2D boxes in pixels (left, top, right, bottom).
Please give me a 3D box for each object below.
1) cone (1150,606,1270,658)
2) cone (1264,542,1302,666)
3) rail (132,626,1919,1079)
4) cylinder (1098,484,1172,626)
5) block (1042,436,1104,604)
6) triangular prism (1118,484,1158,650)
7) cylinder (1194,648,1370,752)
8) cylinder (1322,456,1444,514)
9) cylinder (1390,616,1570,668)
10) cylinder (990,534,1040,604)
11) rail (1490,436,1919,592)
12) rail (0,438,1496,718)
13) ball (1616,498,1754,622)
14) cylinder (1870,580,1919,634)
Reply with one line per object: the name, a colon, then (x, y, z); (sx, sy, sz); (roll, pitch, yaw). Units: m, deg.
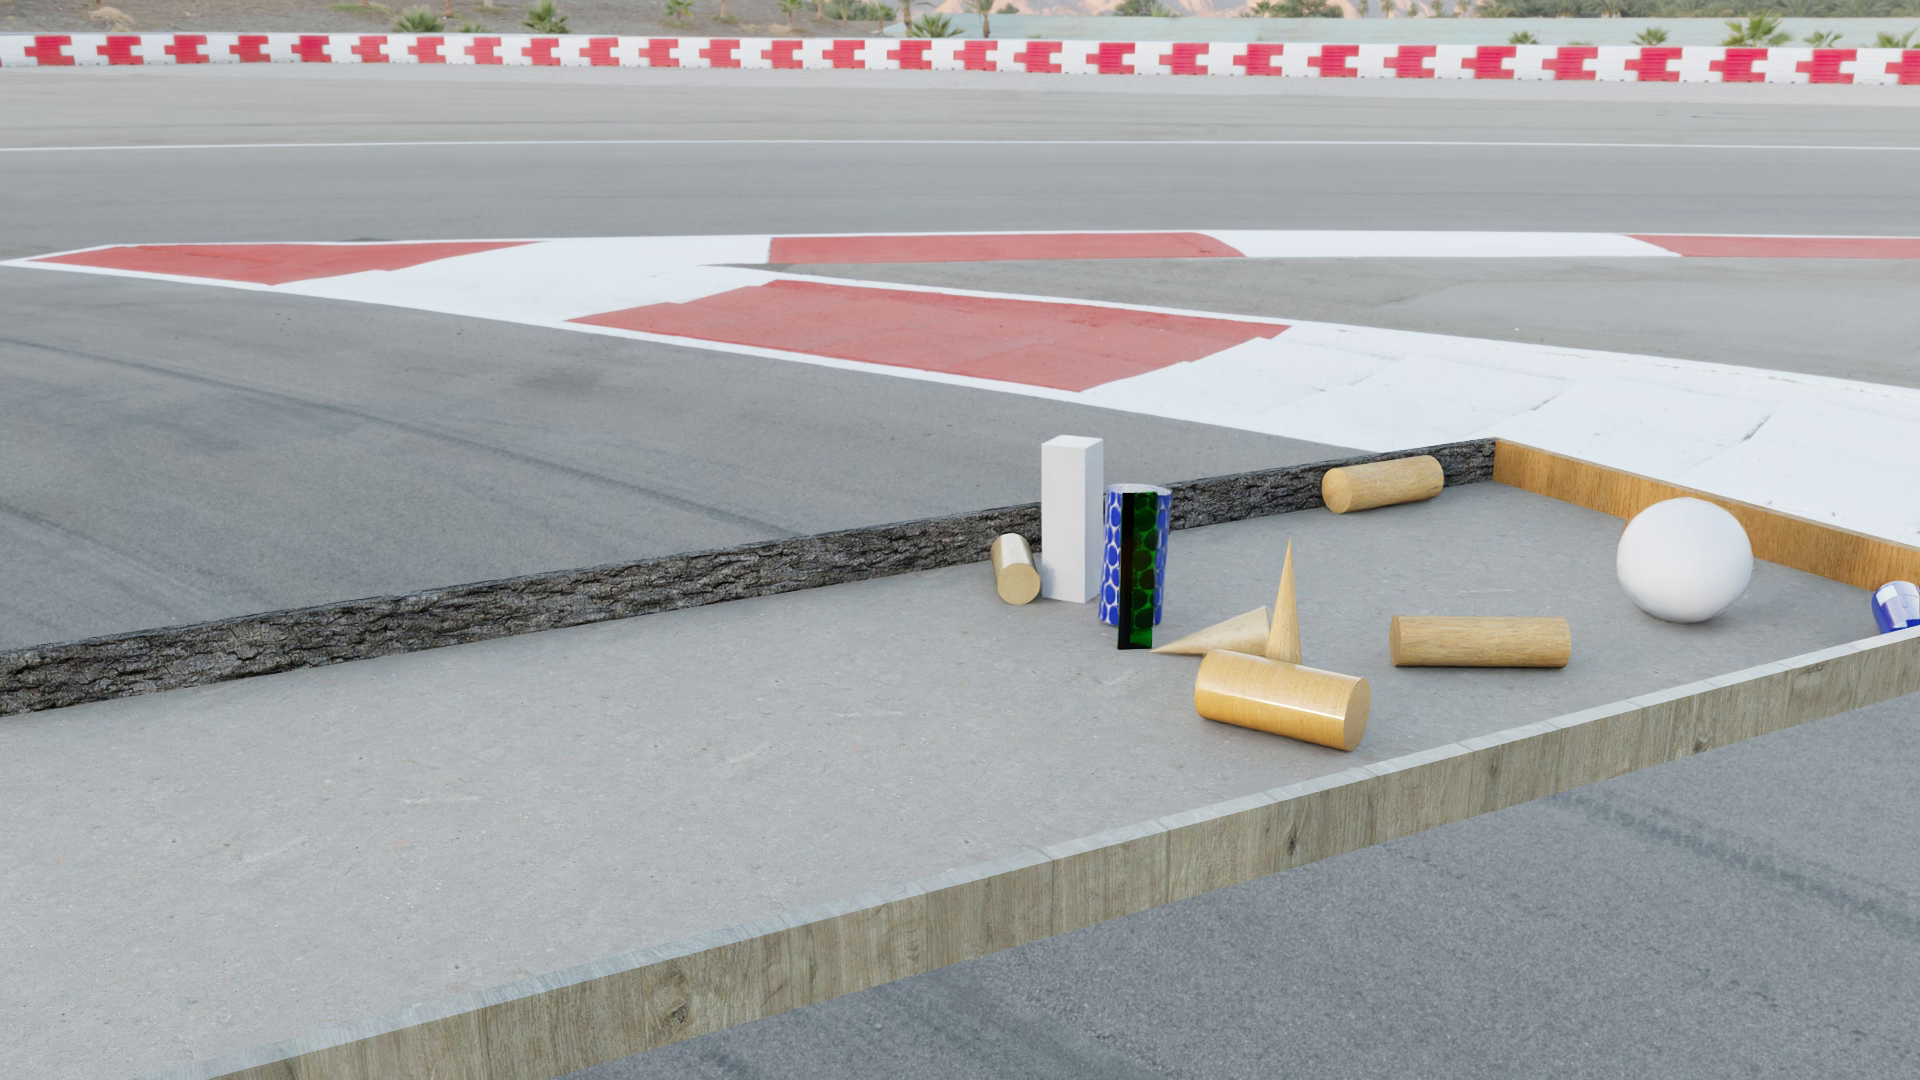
cone: (0.651, 0.268, 4.318); (0.325, 0.144, 0.144); (-10, 15, 11)
cone: (0.771, 0.198, 3.915); (0.126, 0.433, 0.126); (0, 16, 0)
rail: (-2.336, 1.006, 1.665); (12.000, 0.150, 0.050); (-9, 18, -27)
cylinder: (0.481, 0.041, 4.548); (0.176, 0.365, 0.176); (3, 13, -1)
block: (0.325, -0.061, 4.749); (0.134, 0.455, 0.134); (7, 18, 27)
triangular prism: (0.460, 0.072, 4.349); (0.092, 0.430, 0.079); (-1, 16, -5)
cylinder: (0.744, 0.366, 3.813); (0.363, 0.169, 0.169); (10, 19, 32)
cylinder: (1.474, -0.196, 5.746); (0.415, 0.155, 0.155); (-9, 18, -27)
cylinder: (1.332, 0.261, 4.236); (0.425, 0.131, 0.131); (1, 16, 2)
cylinder: (0.160, 0.083, 4.855); (0.123, 0.123, 0.310); (-1, 16, -2)
rail: (2.466, -0.048, 5.253); (0.050, 0.150, 2.100); (-9, 18, -27)
rail: (-3.305, 0.497, 3.399); (12.000, 0.150, 0.050); (-9, 18, -27)
ball: (1.998, 0.055, 4.553); (0.346, 0.346, 0.346); (0, 16, 0)
cylinder: (2.505, 0.221, 4.362); (0.135, 0.135, 0.342); (7, 18, 21)
